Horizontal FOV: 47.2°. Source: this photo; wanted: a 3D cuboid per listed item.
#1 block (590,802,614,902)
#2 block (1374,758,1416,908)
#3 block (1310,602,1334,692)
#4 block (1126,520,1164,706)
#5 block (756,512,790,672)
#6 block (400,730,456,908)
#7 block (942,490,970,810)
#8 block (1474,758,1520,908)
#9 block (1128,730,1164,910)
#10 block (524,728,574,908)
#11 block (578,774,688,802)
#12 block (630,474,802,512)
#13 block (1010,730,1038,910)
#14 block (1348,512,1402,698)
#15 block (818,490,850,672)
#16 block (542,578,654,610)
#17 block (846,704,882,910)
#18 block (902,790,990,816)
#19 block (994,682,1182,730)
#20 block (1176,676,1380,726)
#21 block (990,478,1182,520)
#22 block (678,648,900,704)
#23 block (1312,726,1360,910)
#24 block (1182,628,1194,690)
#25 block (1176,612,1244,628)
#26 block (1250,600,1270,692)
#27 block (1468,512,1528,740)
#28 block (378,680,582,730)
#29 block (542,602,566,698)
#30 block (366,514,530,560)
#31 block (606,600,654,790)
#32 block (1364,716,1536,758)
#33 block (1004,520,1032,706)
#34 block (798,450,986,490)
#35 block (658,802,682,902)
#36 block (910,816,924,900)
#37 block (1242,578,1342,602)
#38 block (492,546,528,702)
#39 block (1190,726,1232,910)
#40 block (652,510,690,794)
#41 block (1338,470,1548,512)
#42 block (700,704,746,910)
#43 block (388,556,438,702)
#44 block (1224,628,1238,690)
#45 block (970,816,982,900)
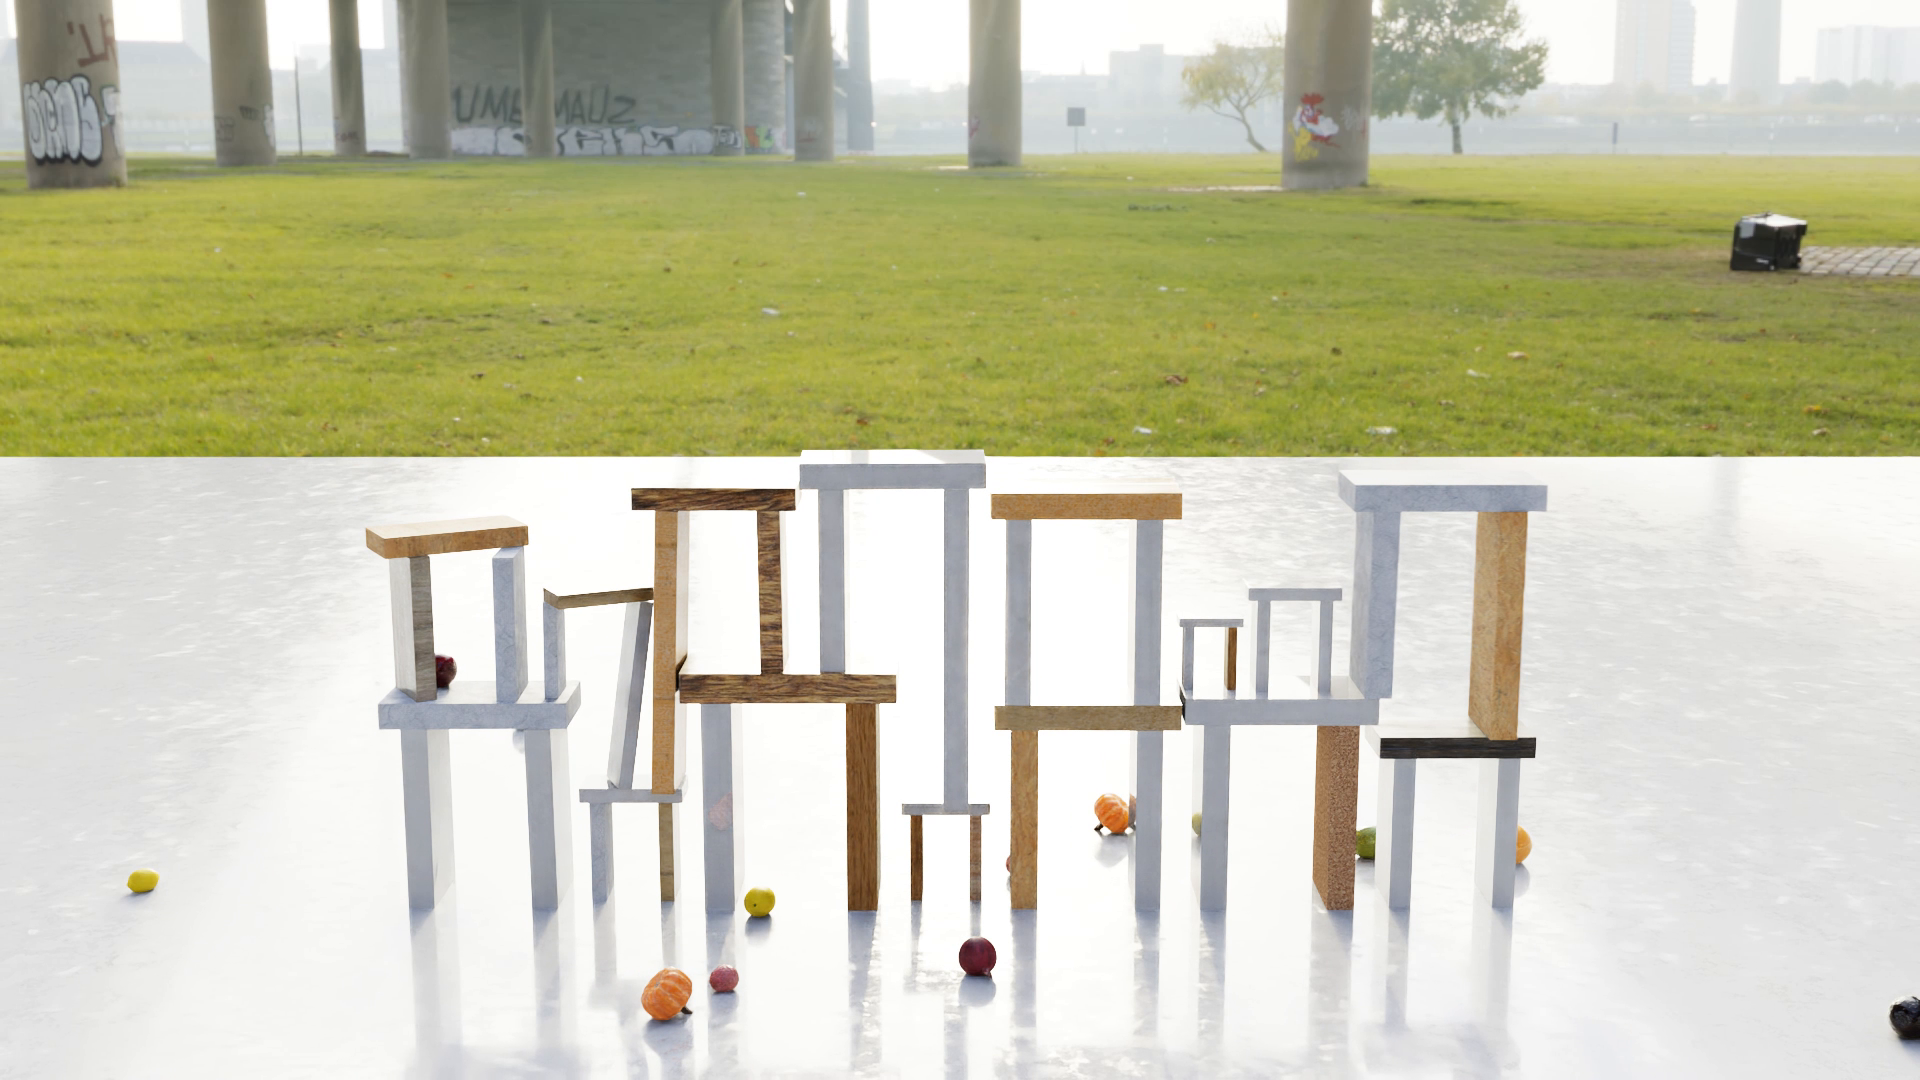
[{"bbox_3d":[-0.595,0.506,3.658,0.024,0.169,0.085,0,11,0],"label":"block"},{"bbox_3d":[0.720,0.466,3.642,0.036,0.253,0.126,0,11,0],"label":"block"},{"bbox_3d":[0.591,0.166,3.593,0.021,0.151,0.076,0,11,0],"label":"block"},{"bbox_3d":[0.300,0.103,3.577,0.043,0.302,0.151,0,11,0],"label":"block"},{"bbox_3d":[-0.303,0.071,3.570,0.037,0.261,0.131,-1,11,0],"label":"block"},{"bbox_3d":[-0.881,0.441,3.646,0.043,0.302,0.151,0,11,0],"label":"block"},{"bbox_3d":[-0.006,0.166,3.594,0.042,0.526,0.148,0,10,0],"label":"block"},{"bbox_3d":[0.889,0.466,3.642,0.036,0.253,0.126,0,11,0],"label":"block"},{"bbox_3d":[0.307,0.442,3.642,0.043,0.302,0.151,0,11,0],"label":"block"},{"bbox_3d":[-0.681,0.440,3.646,0.043,0.302,0.151,-1,11,0],"label":"block"},{"bbox_3d":[-0.539,0.411,3.640,0.169,0.024,0.085,0,11,0],"label":"block"},{"bbox_3d":[-0.390,-0.076,3.543,0.261,0.037,0.131,0,11,0],"label":"block"},{"bbox_3d":[0.106,0.442,3.642,0.043,0.302,0.151,0,11,0],"label":"block"},{"bbox_3d":[0.674,0.091,3.575,0.043,0.304,0.152,1,11,0],"label":"block"},{"bbox_3d":[-0.204,0.053,3.572,0.042,0.296,0.148,0,11,0],"label":"block"},{"bbox_3d":[-0.584,0.087,3.553,0.159,0.023,0.080,-5,12,-28],"label":"block"},{"bbox_3d":[-0.159,0.418,3.642,0.049,0.348,0.174,0,11,0],"label":"block"},{"bbox_3d":[-0.023,0.435,3.643,0.147,0.021,0.073,0,11,0],"label":"block"},{"bbox_3d":[0.206,0.272,3.610,0.301,0.043,0.151,0,11,0],"label":"block"},{"bbox_3d":[0.518,0.262,3.607,0.311,0.044,0.156,0,11,0],"label":"block"},{"bbox_3d":[0.200,-0.067,3.546,0.302,0.043,0.151,0,11,0],"label":"block"},{"bbox_3d":[-0.275,0.222,3.606,0.348,0.049,0.174,0,11,0],"label":"block"},{"bbox_3d":[0.621,0.437,3.639,0.044,0.311,0.156,0,11,0],"label":"block"},{"bbox_3d":[0.373,0.188,3.599,0.015,0.104,0.052,0,11,0],"label":"block"},{"bbox_3d":[0.408,0.130,3.588,0.104,0.015,0.052,0,11,0],"label":"block"},{"bbox_3d":[0.490,0.166,3.593,0.021,0.151,0.076,0,11,0],"label":"block"},{"bbox_3d":[0.873,0.125,3.574,0.043,0.371,0.152,0,11,-1],"label":"block"},{"bbox_3d":[-0.786,0.270,3.615,0.302,0.043,0.151,0,11,-1],"label":"block"},{"bbox_3d":[-0.662,0.172,3.591,0.023,0.159,0.080,1,11,-1],"label":"block"},{"bbox_3d":[-0.839,-0.006,3.598,0.237,0.034,0.118,-6,12,-29],"label":"block"},{"bbox_3d":[-0.542,0.247,3.606,0.023,0.311,0.080,4,8,-24],"label":"block"},{"bbox_3d":[0.804,0.325,3.615,0.253,0.036,0.126,0,11,-1],"label":"block"},{"bbox_3d":[0.095,0.103,3.576,0.043,0.302,0.151,0,11,2],"label":"block"},{"bbox_3d":[-0.108,-0.114,3.544,0.296,0.042,0.148,0,10,-2],"label":"block"},{"bbox_3d":[-0.483,0.506,3.659,0.024,0.169,0.085,0,11,0],"label":"block"},{"bbox_3d":[-0.072,0.517,3.658,0.021,0.147,0.073,0,11,0],"label":"block"},{"bbox_3d":[0.540,0.081,3.577,0.151,0.021,0.076,0,11,0],"label":"block"},{"bbox_3d":[-0.733,0.134,3.584,0.034,0.237,0.118,0,11,-2],"label":"block"},{"bbox_3d":[0.414,0.437,3.639,0.044,0.311,0.156,0,11,0],"label":"block"},{"bbox_3d":[-0.472,0.172,3.587,0.037,0.465,0.131,2,11,1],"label":"block"},{"bbox_3d":[0.775,-0.080,3.543,0.304,0.043,0.152,0,11,0],"label":"block"},{"bbox_3d":[-0.392,0.418,3.642,0.049,0.348,0.174,0,11,0],"label":"block"},{"bbox_3d":[-0.891,0.135,3.580,0.034,0.237,0.118,-6,12,-30],"label":"block"},{"bbox_3d":[0.442,0.188,3.599,0.015,0.104,0.052,0,11,0],"label":"block"},{"bbox_3d":[0.026,0.517,3.658,0.021,0.147,0.073,0,11,0],"label":"block"}]
